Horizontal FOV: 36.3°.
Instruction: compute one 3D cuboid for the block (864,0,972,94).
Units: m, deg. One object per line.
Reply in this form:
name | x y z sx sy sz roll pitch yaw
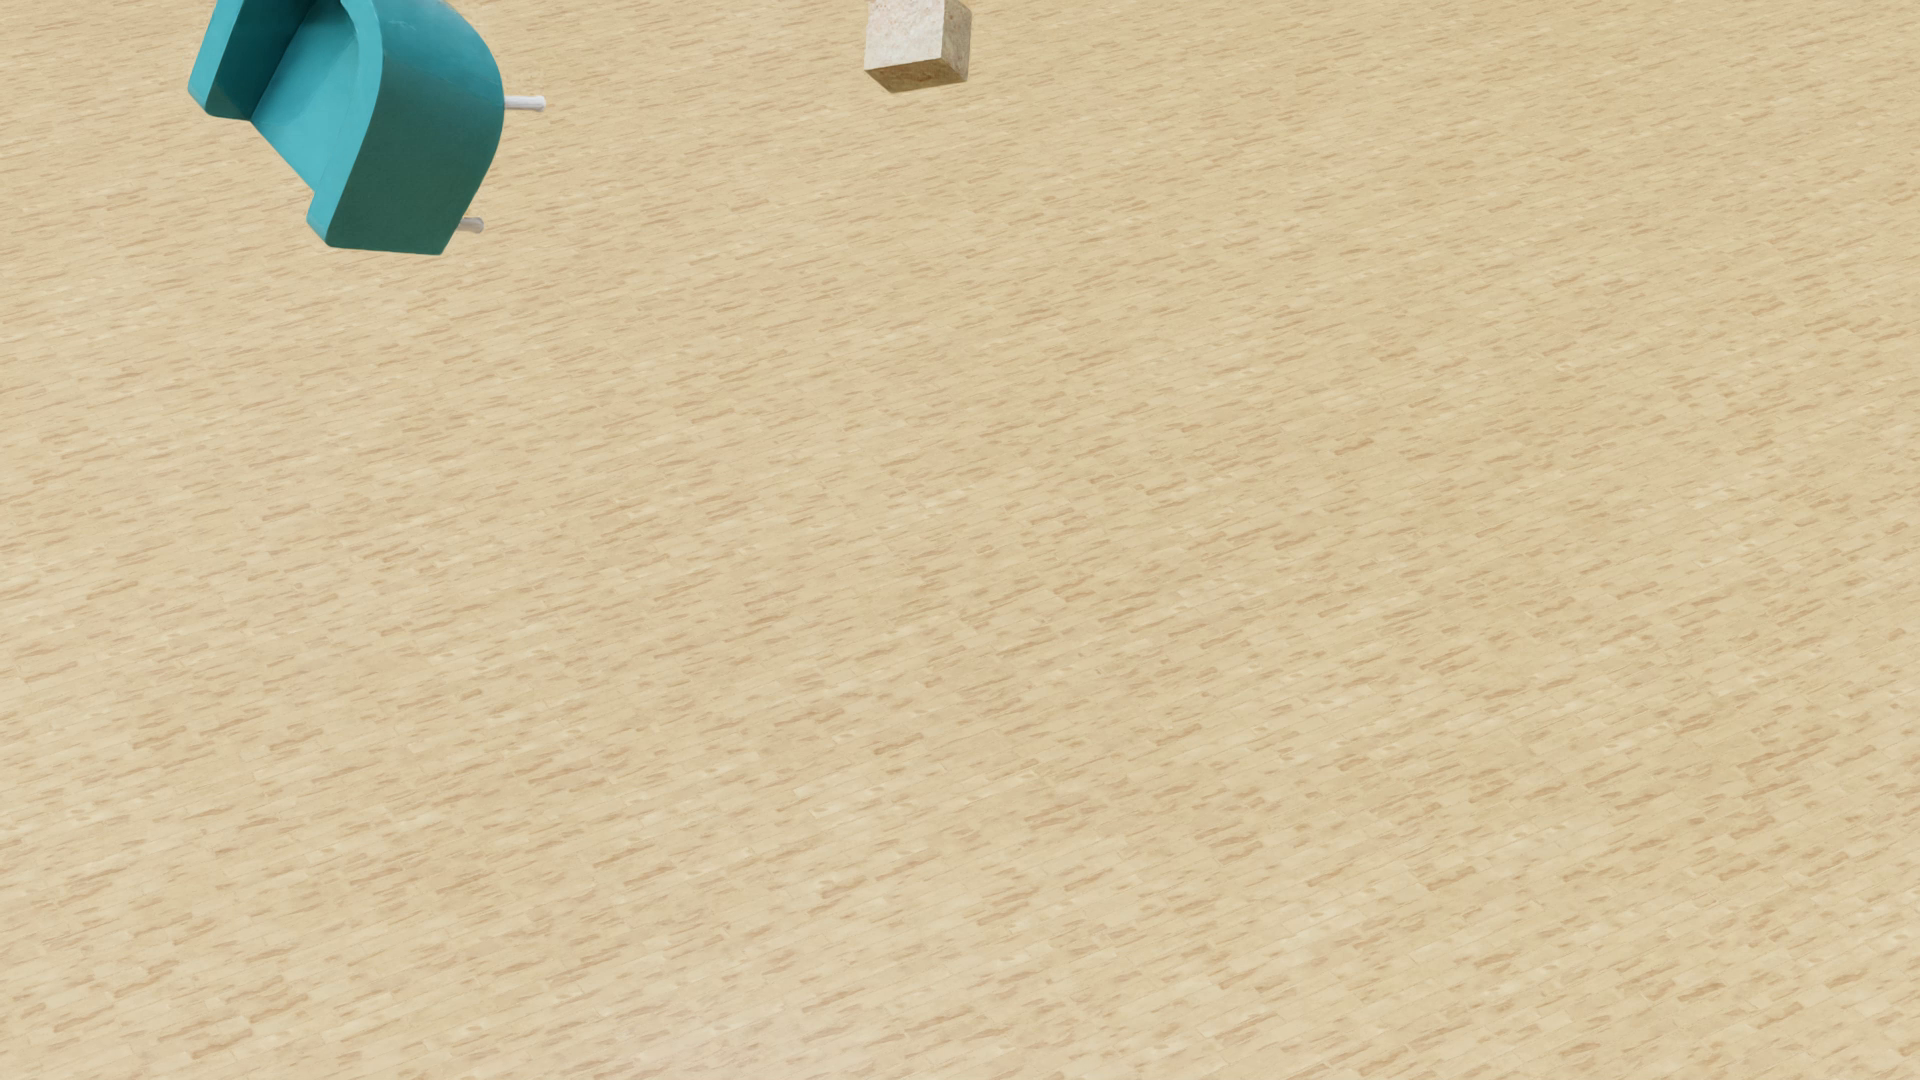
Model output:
block | -0.114 -1.365 8.033 0.238 0.159 0.206 -4 72 27
